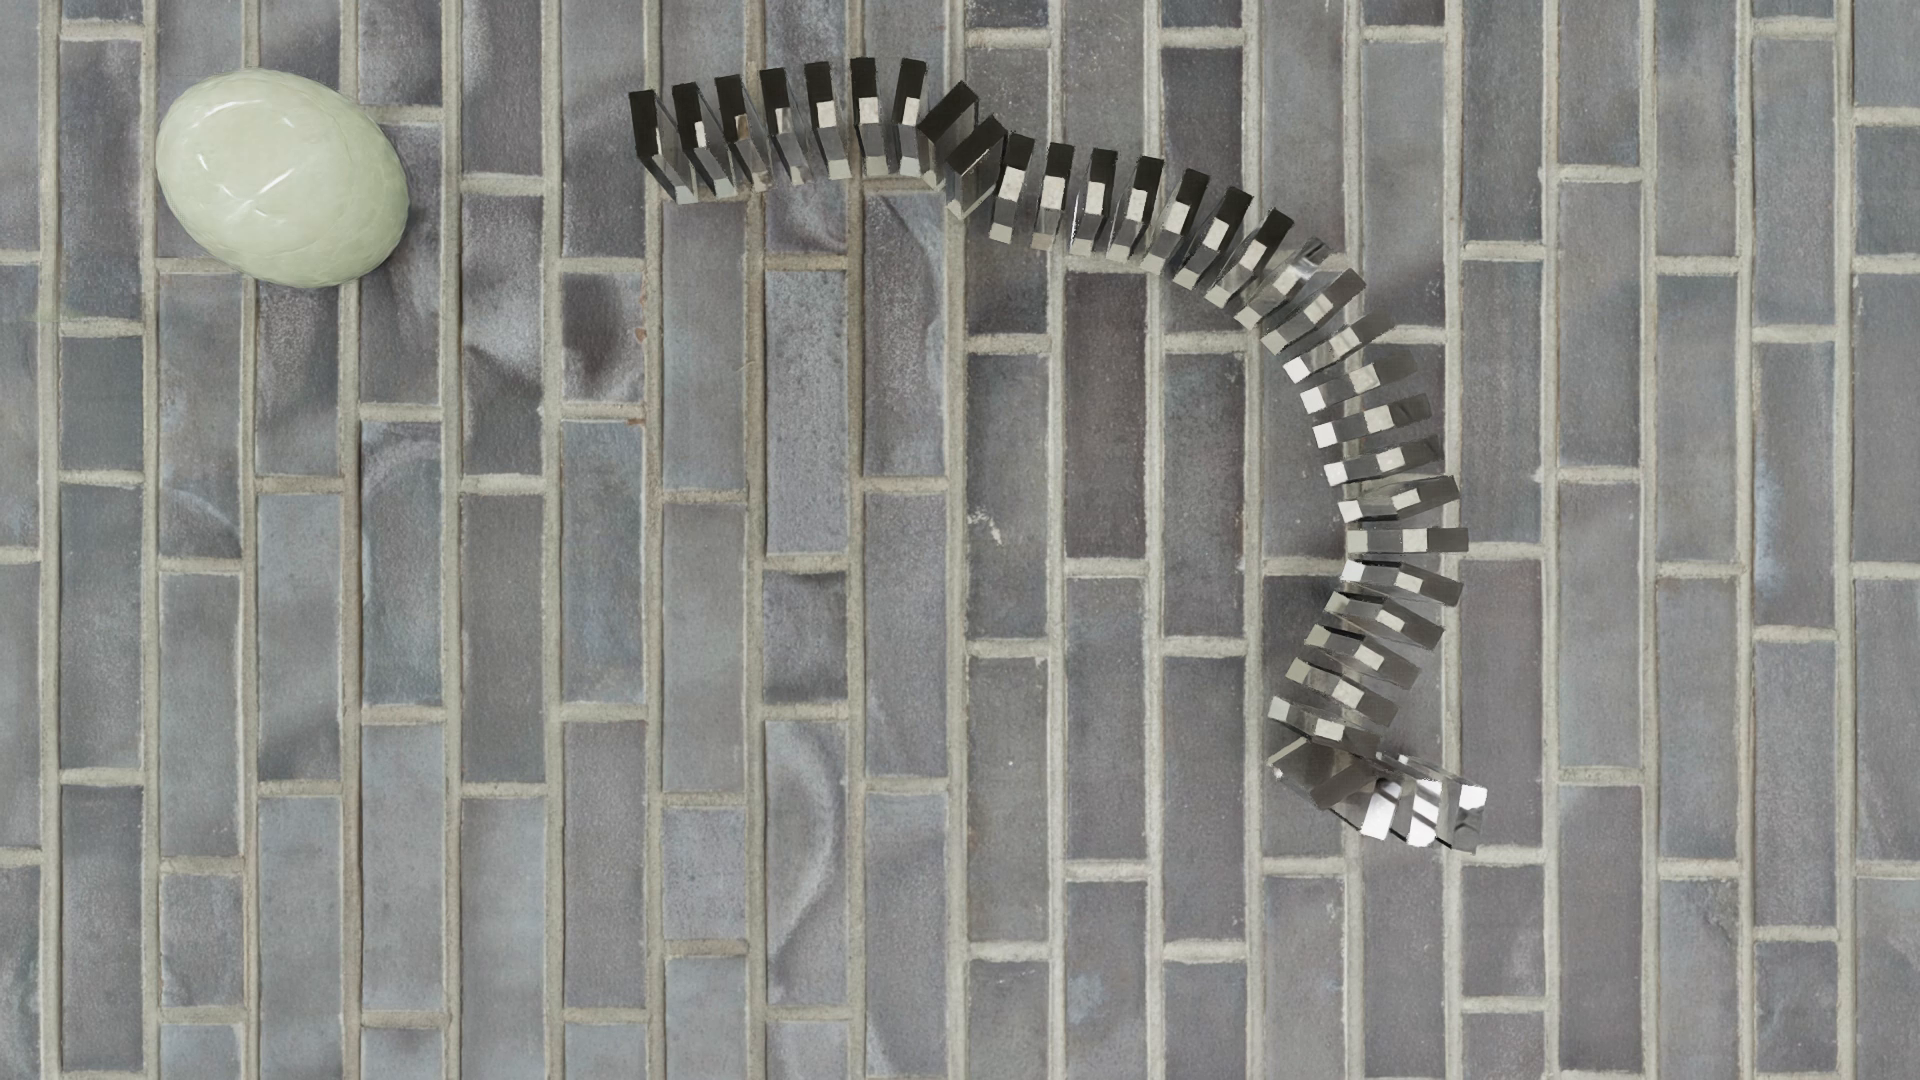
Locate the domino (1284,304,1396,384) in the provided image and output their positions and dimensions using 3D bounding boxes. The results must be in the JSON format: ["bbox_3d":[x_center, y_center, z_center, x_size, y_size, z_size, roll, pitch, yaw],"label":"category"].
[{"bbox_3d":[0.154,-0.079,0.375,0.025,0.050,0.009,-34,90,0],"label":"domino"}]

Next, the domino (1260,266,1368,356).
[{"bbox_3d":[0.143,-0.092,0.375,0.025,0.050,0.009,-43,90,0],"label":"domino"}]

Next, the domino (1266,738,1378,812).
[{"bbox_3d":[0.146,0.093,0.375,0.025,0.050,0.009,-32,90,0],"label":"domino"}]

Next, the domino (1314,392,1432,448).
[{"bbox_3d":[0.167,-0.048,0.375,0.025,0.050,0.010,-17,90,0],"label":"domino"}]

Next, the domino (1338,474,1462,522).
[{"bbox_3d":[0.178,-0.016,0.375,0.025,0.050,0.009,-20,90,0],"label":"domino"}]

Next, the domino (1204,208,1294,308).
[{"bbox_3d":[0.117,-0.114,0.375,0.010,0.050,0.025,33,90,0],"label":"domino"}]

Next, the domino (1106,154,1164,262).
[{"bbox_3d":[0.071,-0.134,0.375,0.009,0.050,0.025,13,90,0],"label":"domino"}]

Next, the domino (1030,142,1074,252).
[{"bbox_3d":[0.037,-0.139,0.375,0.010,0.050,0.025,9,90,0],"label":"domino"}]

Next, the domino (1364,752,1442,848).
[{"bbox_3d":[0.178,0.105,0.375,0.009,0.050,0.025,8,90,0],"label":"domino"}]

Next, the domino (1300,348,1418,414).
[{"bbox_3d":[0.162,-0.064,0.375,0.025,0.050,0.010,-23,90,0],"label":"domino"}]

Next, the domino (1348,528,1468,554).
[{"bbox_3d":[0.182,0.000,0.375,0.025,0.050,0.010,-2,90,0],"label":"domino"}]

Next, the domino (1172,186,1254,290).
[{"bbox_3d":[0.102,-0.122,0.375,0.009,0.050,0.025,26,90,0],"label":"domino"}]

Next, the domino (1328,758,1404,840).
[{"bbox_3d":[0.161,0.101,0.375,0.010,0.050,0.025,17,90,0],"label":"domino"}]

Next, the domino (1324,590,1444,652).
[{"bbox_3d":[0.172,0.032,0.375,0.025,0.050,0.009,29,90,0],"label":"domino"}]

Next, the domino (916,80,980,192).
[{"bbox_3d":[-0.005,-0.164,0.375,0.009,0.050,0.025,44,90,0],"label":"domino"}]

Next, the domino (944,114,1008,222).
[{"bbox_3d":[0.006,-0.151,0.375,0.025,0.050,0.009,-44,90,0],"label":"domino"}]

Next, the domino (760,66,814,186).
[{"bbox_3d":[-0.070,-0.168,0.375,0.010,0.050,0.025,-9,90,0],"label":"domino"}]

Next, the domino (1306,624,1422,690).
[{"bbox_3d":[0.164,0.047,0.375,0.025,0.050,0.009,31,90,0],"label":"domino"}]

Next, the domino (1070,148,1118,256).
[{"bbox_3d":[0.054,-0.137,0.375,0.009,0.050,0.025,8,90,0],"label":"domino"}]

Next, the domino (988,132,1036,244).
[{"bbox_3d":[0.021,-0.143,0.375,0.009,0.050,0.025,17,90,0],"label":"domino"}]

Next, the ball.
[{"bbox_3d":[-0.263,-0.140,0.360,0.080,0.080,0.080,0,90,0],"label":"ball"}]

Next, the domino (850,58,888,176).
[{"bbox_3d":[-0.037,-0.172,0.375,0.009,0.050,0.025,-3,90,0],"label":"domino"}]

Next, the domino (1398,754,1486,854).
[{"bbox_3d":[0.195,0.107,0.375,0.010,0.050,0.025,10,90,0],"label":"domino"}]

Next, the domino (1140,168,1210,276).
[{"bbox_3d":[0.087,-0.129,0.375,0.010,0.050,0.025,21,90,0],"label":"domino"}]

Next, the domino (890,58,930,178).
[{"bbox_3d":[-0.020,-0.171,0.375,0.010,0.050,0.025,10,90,0],"label":"domino"}]

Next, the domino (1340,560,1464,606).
[{"bbox_3d":[0.179,0.017,0.375,0.025,0.050,0.009,20,90,0],"label":"domino"}]

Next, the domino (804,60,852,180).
[{"bbox_3d":[-0.053,-0.170,0.375,0.010,0.050,0.025,-7,90,0],"label":"domino"}]

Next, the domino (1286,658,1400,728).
[{"bbox_3d":[0.155,0.062,0.375,0.025,0.050,0.009,29,90,0],"label":"domino"}]

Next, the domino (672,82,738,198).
[{"bbox_3d":[-0.104,-0.162,0.375,0.010,0.050,0.025,-10,90,0],"label":"domino"}]

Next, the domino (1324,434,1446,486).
[{"bbox_3d":[0.172,-0.032,0.375,0.025,0.050,0.010,-18,90,0],"label":"domino"}]

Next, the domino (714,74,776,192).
[{"bbox_3d":[-0.087,-0.165,0.375,0.009,0.050,0.025,-10,90,0],"label":"domino"}]

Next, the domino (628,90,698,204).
[{"bbox_3d":[-0.120,-0.159,0.375,0.009,0.050,0.025,-8,90,0],"label":"domino"}]

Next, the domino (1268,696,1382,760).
[{"bbox_3d":[0.148,0.076,0.375,0.025,0.050,0.010,16,90,0],"label":"domino"}]

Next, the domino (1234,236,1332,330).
[{"bbox_3d":[0.131,-0.104,0.375,0.010,0.050,0.025,39,90,0],"label":"domino"}]
